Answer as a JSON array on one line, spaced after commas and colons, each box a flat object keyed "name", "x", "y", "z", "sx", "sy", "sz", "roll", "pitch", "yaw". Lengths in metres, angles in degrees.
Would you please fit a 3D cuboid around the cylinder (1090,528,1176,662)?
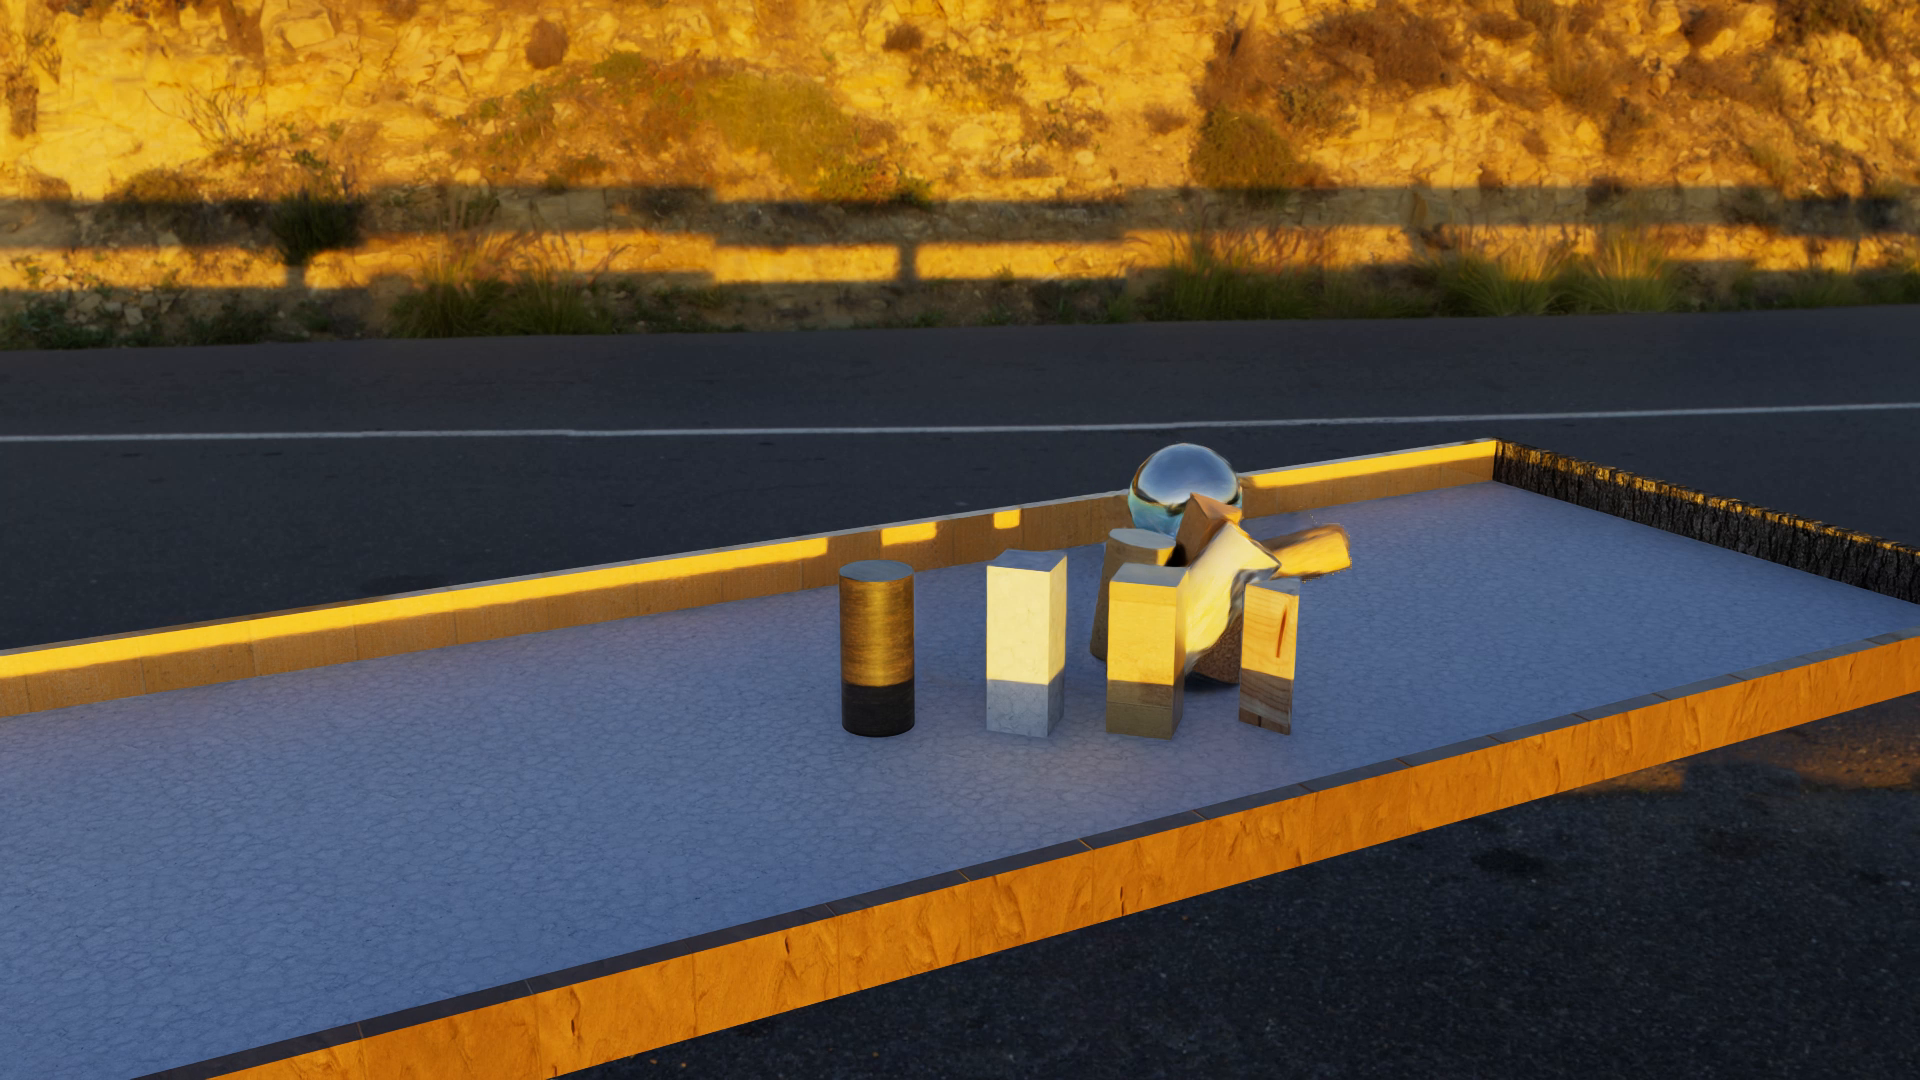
[{"name": "cylinder", "x": 0.445, "y": 0.147, "z": 4.253, "sx": 0.175, "sy": 0.319, "sz": 0.175, "roll": 7, "pitch": 16, "yaw": -2}]

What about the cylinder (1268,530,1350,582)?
[{"name": "cylinder", "x": 0.905, "y": 0.077, "z": 4.672, "sx": 0.378, "sy": 0.109, "sz": 0.109, "roll": -17, "pitch": 14, "yaw": 11}]

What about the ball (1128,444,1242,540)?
[{"name": "ball", "x": 0.704, "y": -0.125, "z": 5.153, "sx": 0.354, "sy": 0.354, "sz": 0.354, "roll": 0, "pitch": 16, "yaw": 0}]

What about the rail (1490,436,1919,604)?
[{"name": "rail", "x": 2.466, "y": -0.048, "z": 5.253, "sx": 0.050, "sy": 0.150, "sz": 2.100, "roll": -9, "pitch": 18, "yaw": -27}]

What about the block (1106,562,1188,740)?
[{"name": "block", "x": 0.435, "y": 0.256, "z": 3.830, "sx": 0.153, "sy": 0.369, "sz": 0.153, "roll": 5, "pitch": 17, "yaw": 17}]

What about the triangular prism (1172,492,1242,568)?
[{"name": "triangular prism", "x": 0.579, "y": 0.089, "z": 4.263, "sx": 0.133, "sy": 0.428, "sz": 0.115, "roll": -14, "pitch": 40, "yaw": -42}]

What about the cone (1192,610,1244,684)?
[{"name": "cone", "x": 0.680, "y": 0.181, "z": 4.116, "sx": 0.165, "sy": 0.314, "sz": 0.165, "roll": 19, "pitch": 11, "yaw": -4}]

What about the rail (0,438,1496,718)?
[{"name": "rail", "x": -3.305, "y": 0.497, "z": 3.399, "sx": 12.000, "sy": 0.150, "sz": 0.050, "roll": -9, "pitch": 18, "yaw": -27}]

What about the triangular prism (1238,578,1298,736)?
[{"name": "triangular prism", "x": 0.750, "y": 0.264, "z": 3.856, "sx": 0.138, "sy": 0.340, "sz": 0.119, "roll": 14, "pitch": 22, "yaw": 40}]

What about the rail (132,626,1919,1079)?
[{"name": "rail", "x": -2.336, "y": 1.006, "z": 1.665, "sx": 12.000, "sy": 0.150, "sz": 0.050, "roll": -9, "pitch": 18, "yaw": -27}]

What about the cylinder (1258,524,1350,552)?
[{"name": "cylinder", "x": 1.009, "y": 0.039, "z": 4.994, "sx": 0.384, "sy": 0.119, "sz": 0.119, "roll": -11, "pitch": 20, "yaw": -38}]

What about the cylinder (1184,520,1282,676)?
[{"name": "cylinder", "x": 0.584, "y": 0.164, "z": 4.031, "sx": 0.170, "sy": 0.416, "sz": 0.170, "roll": 38, "pitch": 11, "yaw": -8}]

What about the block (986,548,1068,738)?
[{"name": "block", "x": 0.155, "y": 0.238, "z": 3.835, "sx": 0.147, "sy": 0.400, "sz": 0.147, "roll": 5, "pitch": 17, "yaw": 18}]

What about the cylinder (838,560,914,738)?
[{"name": "cylinder", "x": -0.192, "y": 0.251, "z": 3.834, "sx": 0.172, "sy": 0.377, "sz": 0.172, "roll": 0, "pitch": 16, "yaw": 0}]
